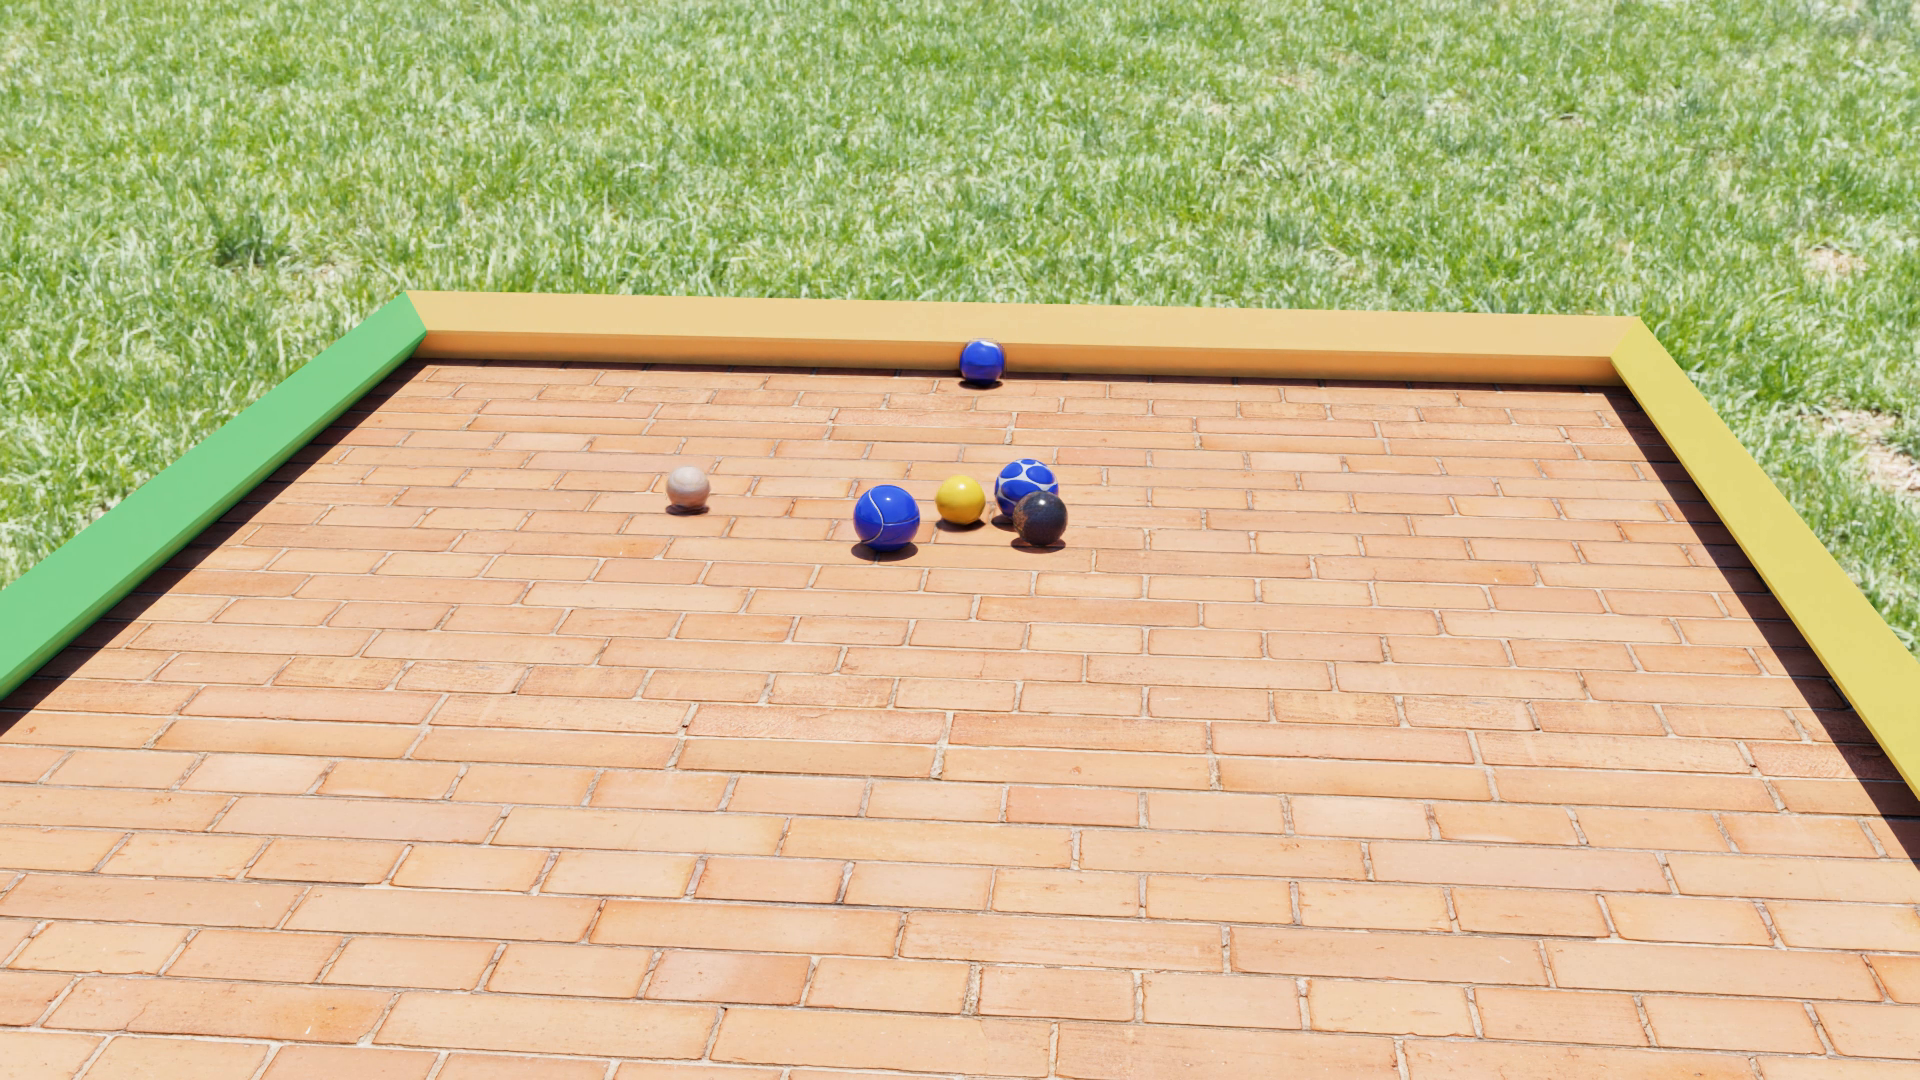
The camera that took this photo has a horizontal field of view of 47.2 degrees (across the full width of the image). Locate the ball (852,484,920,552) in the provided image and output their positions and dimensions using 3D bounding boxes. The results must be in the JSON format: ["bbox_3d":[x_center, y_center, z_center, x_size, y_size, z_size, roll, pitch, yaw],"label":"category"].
[{"bbox_3d":[-0.085,-0.025,2.548,0.079,0.079,0.079,0,20,0],"label":"ball"}]

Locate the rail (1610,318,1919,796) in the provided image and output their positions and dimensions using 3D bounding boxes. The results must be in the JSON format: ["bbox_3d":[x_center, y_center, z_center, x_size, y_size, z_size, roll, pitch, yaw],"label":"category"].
[{"bbox_3d":[0.814,0.294,1.650,0.045,0.103,3.285,2,20,5],"label":"rail"}]

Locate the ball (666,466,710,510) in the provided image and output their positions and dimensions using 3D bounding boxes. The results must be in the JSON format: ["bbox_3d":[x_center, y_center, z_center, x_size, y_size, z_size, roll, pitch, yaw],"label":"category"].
[{"bbox_3d":[-0.332,-0.064,2.687,0.055,0.055,0.055,0,20,0],"label":"ball"}]

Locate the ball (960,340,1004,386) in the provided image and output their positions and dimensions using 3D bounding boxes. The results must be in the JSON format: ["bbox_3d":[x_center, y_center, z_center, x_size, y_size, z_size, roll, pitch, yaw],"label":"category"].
[{"bbox_3d":[0.032,-0.258,3.196,0.066,0.066,0.066,0,20,0],"label":"ball"}]

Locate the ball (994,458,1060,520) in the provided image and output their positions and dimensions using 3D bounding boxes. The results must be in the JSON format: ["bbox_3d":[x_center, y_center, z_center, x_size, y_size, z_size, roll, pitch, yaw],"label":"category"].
[{"bbox_3d":[0.080,-0.058,2.639,0.079,0.079,0.079,0,20,0],"label":"ball"}]

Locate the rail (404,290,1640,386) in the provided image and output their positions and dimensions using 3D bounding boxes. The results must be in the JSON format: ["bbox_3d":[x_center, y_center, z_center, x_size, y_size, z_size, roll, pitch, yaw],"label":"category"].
[{"bbox_3d":[0.069,-0.292,3.234,1.823,0.103,0.045,2,20,5],"label":"rail"}]

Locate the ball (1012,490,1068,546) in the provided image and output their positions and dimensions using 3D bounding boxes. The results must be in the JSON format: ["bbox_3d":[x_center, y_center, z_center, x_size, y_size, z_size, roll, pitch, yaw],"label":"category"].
[{"bbox_3d":[0.094,-0.026,2.569,0.065,0.065,0.065,0,20,0],"label":"ball"}]

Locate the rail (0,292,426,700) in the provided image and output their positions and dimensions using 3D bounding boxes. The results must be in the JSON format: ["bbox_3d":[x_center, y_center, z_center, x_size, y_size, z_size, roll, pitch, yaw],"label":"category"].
[{"bbox_3d":[-0.955,0.241,1.793,0.045,0.103,3.285,2,20,5],"label":"rail"}]

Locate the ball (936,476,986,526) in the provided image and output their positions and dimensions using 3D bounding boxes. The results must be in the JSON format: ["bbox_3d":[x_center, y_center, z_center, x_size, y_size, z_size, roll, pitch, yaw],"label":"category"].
[{"bbox_3d":[0.001,-0.047,2.635,0.060,0.060,0.060,0,20,0],"label":"ball"}]
